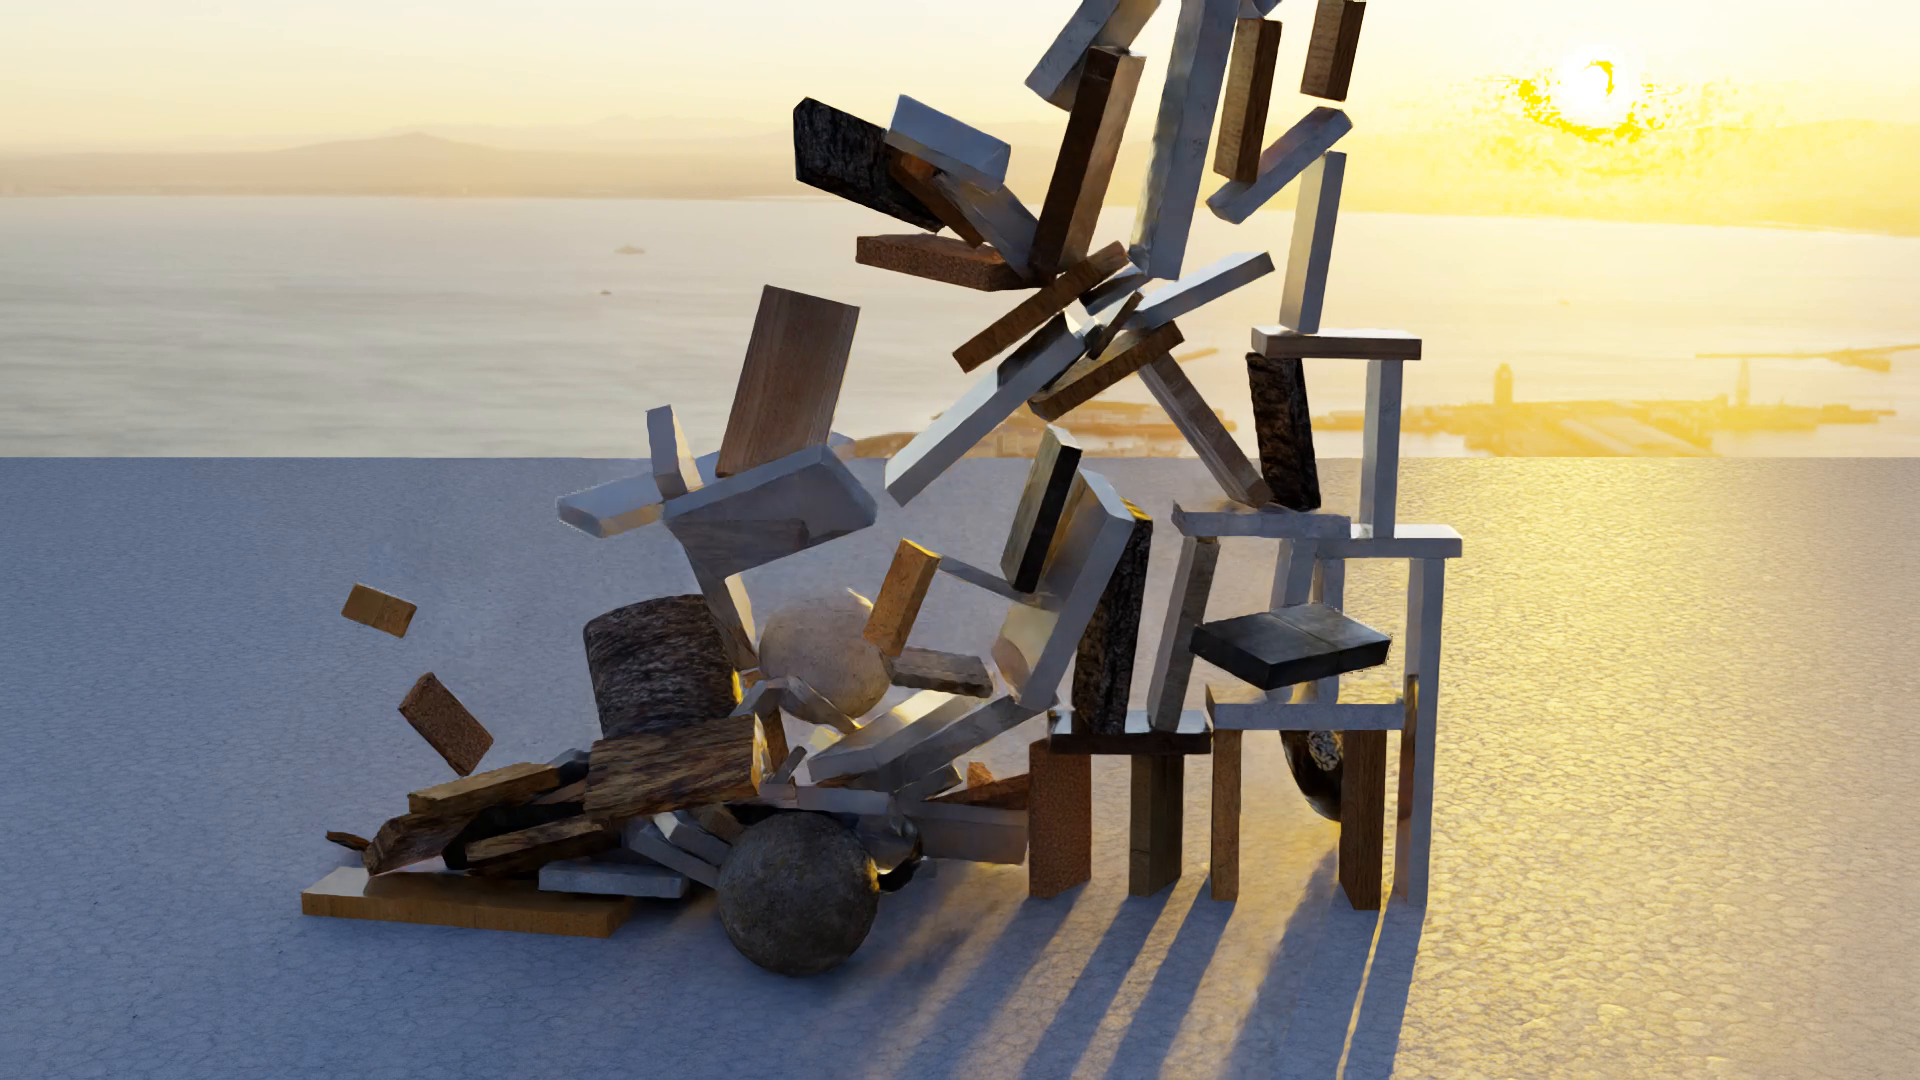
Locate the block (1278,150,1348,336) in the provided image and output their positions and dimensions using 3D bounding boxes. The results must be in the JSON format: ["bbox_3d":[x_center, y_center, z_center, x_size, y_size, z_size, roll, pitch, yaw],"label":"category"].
[{"bbox_3d":[0.551,-0.470,3.445,0.033,0.282,0.117,6,12,-8],"label":"block"}]

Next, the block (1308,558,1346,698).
[{"bbox_3d":[0.599,0.132,3.595,0.033,0.233,0.117,1,10,1],"label":"block"}]

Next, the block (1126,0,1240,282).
[{"bbox_3d":[0.336,-0.651,3.216,0.048,0.520,0.169,9,16,-9],"label":"block"}]

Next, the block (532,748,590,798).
[{"bbox_3d":[-0.701,0.416,3.861,0.162,0.023,0.081,-32,-37,32],"label":"block"}]

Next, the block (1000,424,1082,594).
[{"bbox_3d":[0.127,-0.050,3.504,0.035,0.247,0.123,15,15,-14],"label":"block"}]

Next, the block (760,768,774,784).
[{"bbox_3d":[-0.510,0.475,3.972,0.347,0.035,0.125,-13,2,-15],"label":"block"}]

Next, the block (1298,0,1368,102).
[{"bbox_3d":[0.579,-0.798,3.367,0.034,0.242,0.121,7,14,-12],"label":"block"}]

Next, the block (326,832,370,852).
[{"bbox_3d":[-1.060,0.528,3.841,0.048,0.014,0.096,3,-19,18],"label":"block"}]

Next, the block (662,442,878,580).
[{"bbox_3d":[-0.274,-0.039,3.167,0.280,0.140,0.040,-19,41,26],"label":"block"}]

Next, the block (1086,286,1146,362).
[{"bbox_3d":[0.241,-0.344,3.434,0.018,0.131,0.065,33,21,-12],"label":"block"}]

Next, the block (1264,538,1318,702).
[{"bbox_3d":[0.532,0.116,3.579,0.038,0.267,0.134,8,11,-1],"label":"block"}]

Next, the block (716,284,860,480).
[{"bbox_3d":[-0.264,-0.229,3.400,0.153,0.307,0.043,14,-13,-1],"label":"block"}]

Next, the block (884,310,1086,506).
[{"bbox_3d":[0.036,-0.207,3.433,0.378,0.040,0.140,-40,15,12],"label":"block"}]

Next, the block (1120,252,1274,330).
[{"bbox_3d":[0.370,-0.395,3.481,0.233,0.033,0.117,-26,14,-16],"label":"block"}]

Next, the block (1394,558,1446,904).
[{"bbox_3d":[0.755,0.304,3.619,0.033,0.580,0.117,1,11,0],"label":"block"}]

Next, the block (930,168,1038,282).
[{"bbox_3d":[0.051,-0.509,3.392,0.027,0.221,0.095,-26,29,41],"label":"block"}]

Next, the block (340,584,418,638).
[{"bbox_3d":[-0.920,0.112,3.483,0.112,0.056,0.016,18,-14,19],"label":"block"}]

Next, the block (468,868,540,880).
[{"bbox_3d":[-0.770,0.566,3.735,0.121,0.014,0.048,0,-1,1],"label":"block"}]

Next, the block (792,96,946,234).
[{"bbox_3d":[-0.133,-0.569,3.346,0.262,0.131,0.037,16,-34,-35],"label":"block"}]

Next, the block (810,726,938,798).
[{"bbox_3d":[-0.153,0.431,4.067,0.249,0.035,0.125,32,1,-18],"label":"block"}]

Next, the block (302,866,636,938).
[{"bbox_3d":[-0.798,0.588,3.577,0.524,0.037,0.132,2,11,12],"label":"block"}]

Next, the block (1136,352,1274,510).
[{"bbox_3d":[0.383,-0.180,3.502,0.035,0.295,0.123,-40,15,-5],"label":"block"}]

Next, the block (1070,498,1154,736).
[{"bbox_3d":[0.245,0.121,3.584,0.050,0.354,0.177,5,11,-11],"label":"block"}]

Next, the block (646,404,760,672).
[{"bbox_3d":[-0.436,0.006,3.758,0.043,0.526,0.153,-14,49,1],"label":"block"}]

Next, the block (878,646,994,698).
[{"bbox_3d":[-0.038,0.212,3.555,0.172,0.024,0.086,10,27,-23],"label":"block"}]

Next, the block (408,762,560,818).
[{"bbox_3d":[-0.786,0.412,3.632,0.218,0.031,0.109,-13,9,-40],"label":"block"}]

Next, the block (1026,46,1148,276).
[{"bbox_3d":[0.193,-0.577,3.342,0.048,0.338,0.169,21,18,13],"label":"block"}]

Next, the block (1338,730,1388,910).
[{"bbox_3d":[0.666,0.441,3.638,0.043,0.304,0.152,0,11,0],"label":"block"}]

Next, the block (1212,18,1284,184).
[{"bbox_3d":[0.439,-0.676,3.365,0.034,0.242,0.121,5,15,-12],"label":"block"}]

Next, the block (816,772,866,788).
[{"bbox_3d":[-0.224,0.427,3.821,0.306,0.026,0.091,-33,-8,32],"label":"block"}]

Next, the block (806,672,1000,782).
[{"bbox_3d":[-0.089,0.314,3.741,0.129,0.036,0.467,-14,6,28],"label":"block"}]

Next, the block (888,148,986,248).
[{"bbox_3d":[-0.026,-0.542,3.371,0.027,0.095,0.190,-26,-52,38],"label":"block"}]

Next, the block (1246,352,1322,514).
[{"bbox_3d":[0.517,-0.175,3.514,0.035,0.246,0.123,-15,16,-18],"label":"block"}]

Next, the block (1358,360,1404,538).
[{"bbox_3d":[0.675,-0.155,3.529,0.035,0.285,0.123,1,12,0],"label":"block"}]

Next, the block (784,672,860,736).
[{"bbox_3d":[-0.224,0.299,3.800,0.182,0.026,0.091,43,-5,-38],"label":"block"}]

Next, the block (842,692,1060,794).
[{"bbox_3d":[-0.026,0.352,3.717,0.390,0.050,0.177,-32,-7,36],"label":"block"}]

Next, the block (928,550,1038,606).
[{"bbox_3d":[0.031,0.062,3.543,0.172,0.024,0.086,23,-3,-18],"label":"block"}]

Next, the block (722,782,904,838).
[{"bbox_3d":[-0.226,0.416,3.405,0.257,0.036,0.129,3,-22,10],"label":"block"}]

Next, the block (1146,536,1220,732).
[{"bbox_3d":[0.362,0.141,3.579,0.038,0.318,0.134,11,13,-3],"label":"block"}]

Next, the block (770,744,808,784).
[{"bbox_3d":[-0.319,0.428,3.790,0.022,0.155,0.077,34,29,1],"label":"block"}]

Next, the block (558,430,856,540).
[{"bbox_3d":[-0.472,-0.119,4.191,0.612,0.037,0.131,-20,31,-40],"label":"block"}]

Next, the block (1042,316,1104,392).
[{"bbox_3d":[0.171,-0.292,3.438,0.018,0.130,0.065,42,14,-14],"label":"block"}]

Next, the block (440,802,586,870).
[{"bbox_3d":[-0.731,0.497,3.708,0.132,0.037,0.265,-42,-25,25],"label":"block"}]
